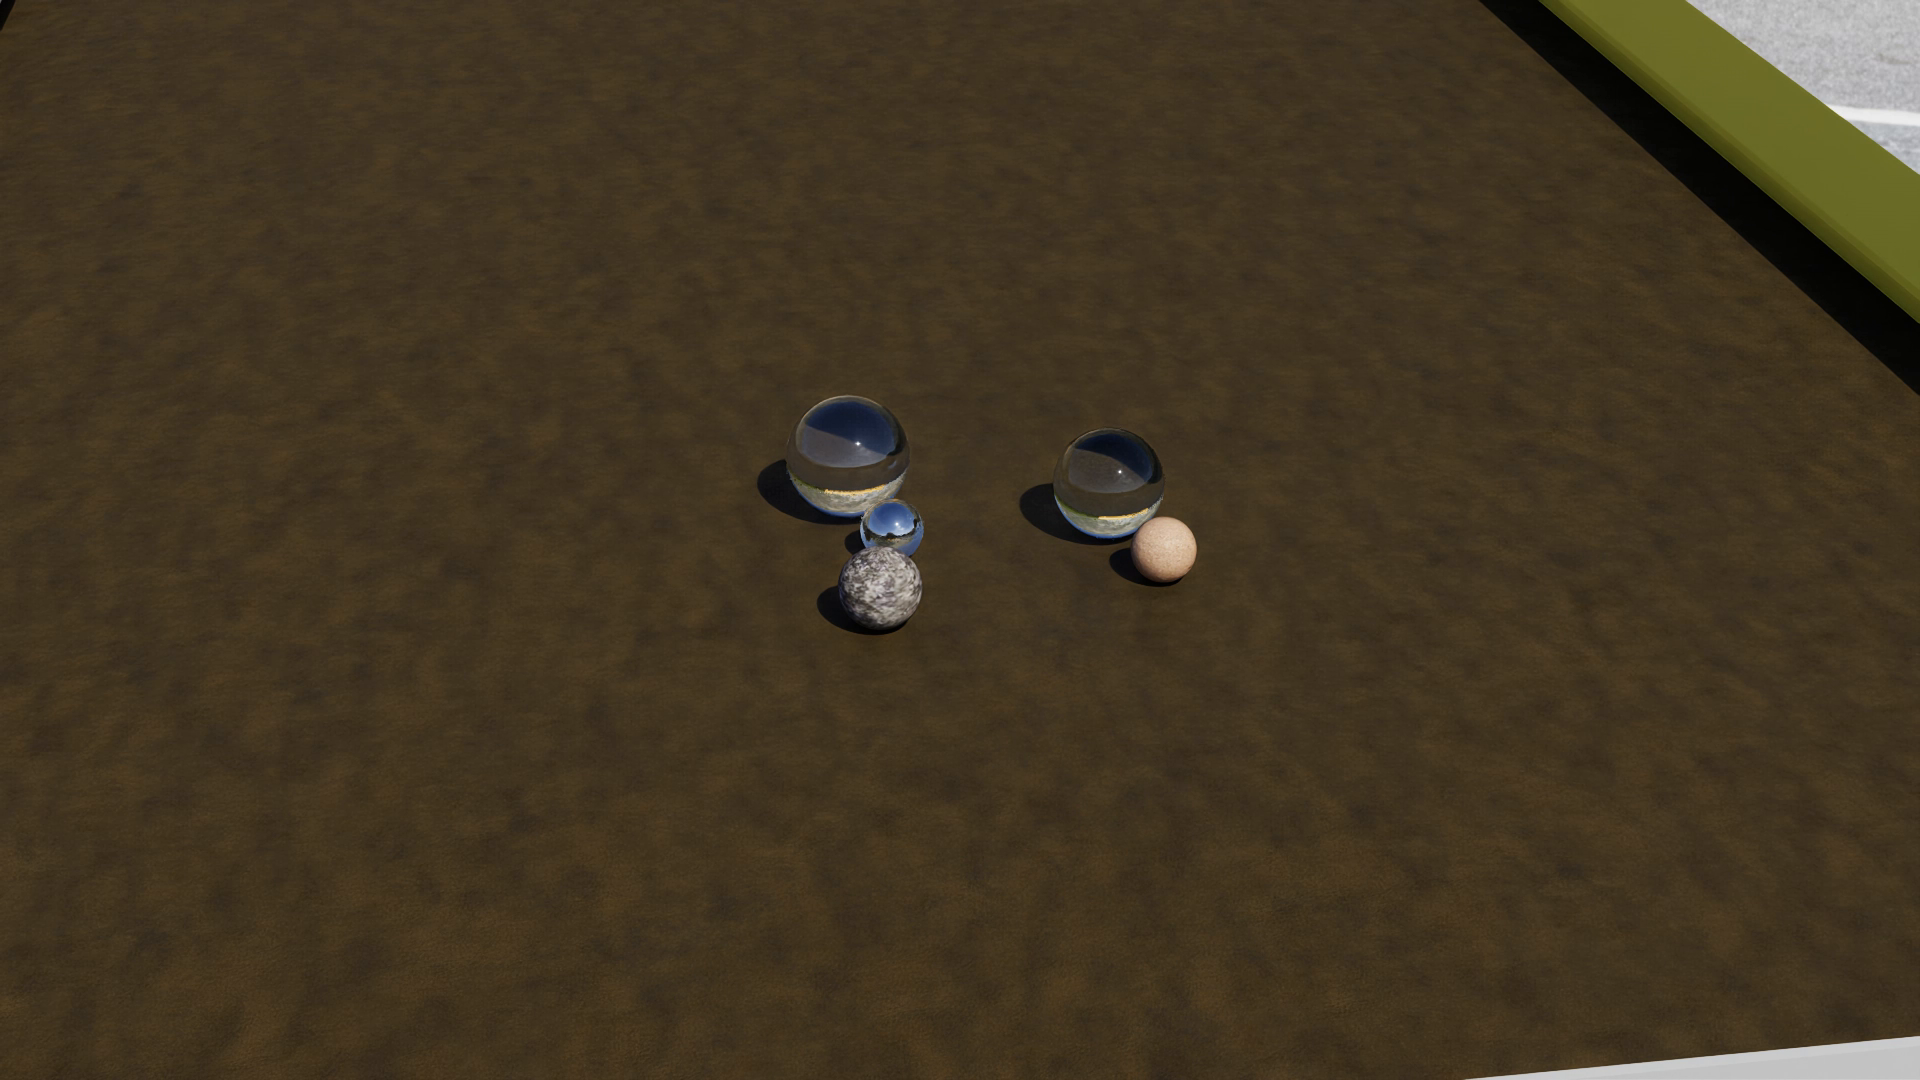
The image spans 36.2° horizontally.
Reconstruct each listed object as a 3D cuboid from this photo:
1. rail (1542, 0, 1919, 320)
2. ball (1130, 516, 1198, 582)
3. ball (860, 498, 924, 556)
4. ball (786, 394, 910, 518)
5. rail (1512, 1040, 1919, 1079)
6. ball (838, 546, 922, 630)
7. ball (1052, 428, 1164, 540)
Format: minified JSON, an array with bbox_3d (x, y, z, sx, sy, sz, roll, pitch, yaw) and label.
[{"bbox_3d":[0.684,-0.393,2.662,0.045,0.110,2.877,-4,27,-8],"label":"rail"},{"bbox_3d":[0.134,0.006,1.933,0.044,0.044,0.044,0,26,0],"label":"ball"},{"bbox_3d":[-0.045,-0.007,1.961,0.042,0.042,0.042,0,26,0],"label":"ball"},{"bbox_3d":[-0.077,-0.057,2.015,0.085,0.085,0.085,0,26,0],"label":"ball"},{"bbox_3d":[0.106,0.282,1.300,1.652,0.110,0.045,-4,27,-8],"label":"rail"},{"bbox_3d":[-0.051,0.030,1.873,0.054,0.054,0.054,0,26,0],"label":"ball"},{"bbox_3d":[0.100,-0.038,1.987,0.076,0.076,0.076,0,26,0],"label":"ball"}]
